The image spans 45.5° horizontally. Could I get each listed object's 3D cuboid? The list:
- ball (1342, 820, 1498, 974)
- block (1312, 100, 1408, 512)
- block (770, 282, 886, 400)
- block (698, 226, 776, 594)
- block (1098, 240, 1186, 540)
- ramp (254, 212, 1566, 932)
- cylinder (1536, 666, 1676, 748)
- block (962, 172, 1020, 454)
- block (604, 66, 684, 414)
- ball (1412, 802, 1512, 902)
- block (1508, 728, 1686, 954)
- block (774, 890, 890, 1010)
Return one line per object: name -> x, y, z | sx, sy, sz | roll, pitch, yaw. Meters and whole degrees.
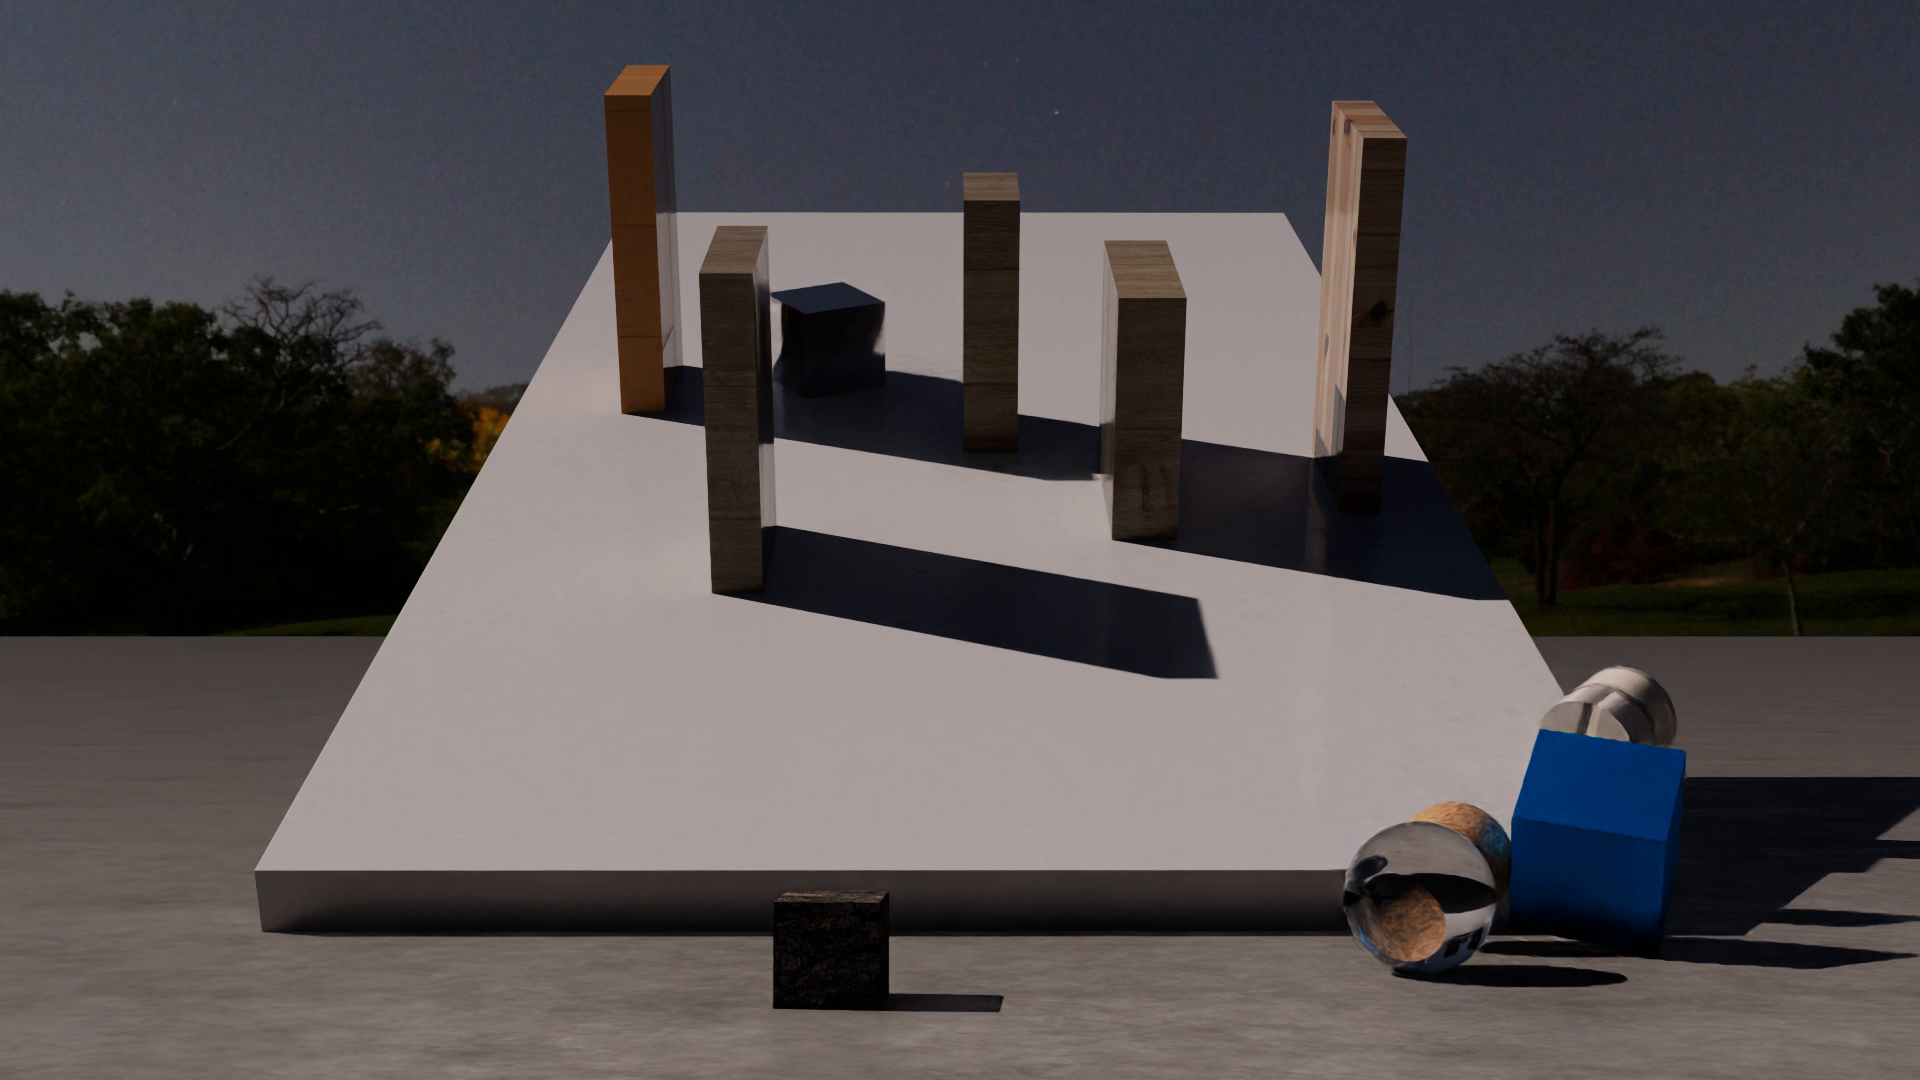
ball -> 0.578, 0.449, 2.877 | 0.191, 0.191, 0.191 | 0, -2, 0
block -> 0.798, -0.474, 4.612 | 0.083, 0.752, 0.375 | 0, 21, 0
block -> -0.313, -0.466, 5.334 | 0.205, 0.205, 0.205 | -12, 25, -28
block -> -0.406, -0.245, 4.231 | 0.094, 0.601, 0.346 | 0, 21, 0
block -> 0.357, -0.305, 4.546 | 0.127, 0.484, 0.439 | 0, 21, 0
ramp -> -0.006, -0.218, 5.120 | 2.000, 0.100, 4.000 | 0, 21, 0
cylinder -> 0.983, 0.291, 3.480 | 0.156, 0.156, 0.156 | -2, 16, 41
block -> 0.065, -0.490, 4.927 | 0.116, 0.550, 0.265 | 0, 21, 0
block -> -0.712, -0.685, 5.191 | 0.098, 0.715, 0.371 | 0, 21, 0
ball -> 0.673, 0.437, 3.117 | 0.159, 0.159, 0.159 | 0, -2, 0
block -> 0.863, 0.406, 3.100 | 0.195, 0.195, 0.195 | 8, 35, 22
block -> -0.149, 0.476, 2.668 | 0.121, 0.121, 0.121 | 0, -2, 4
